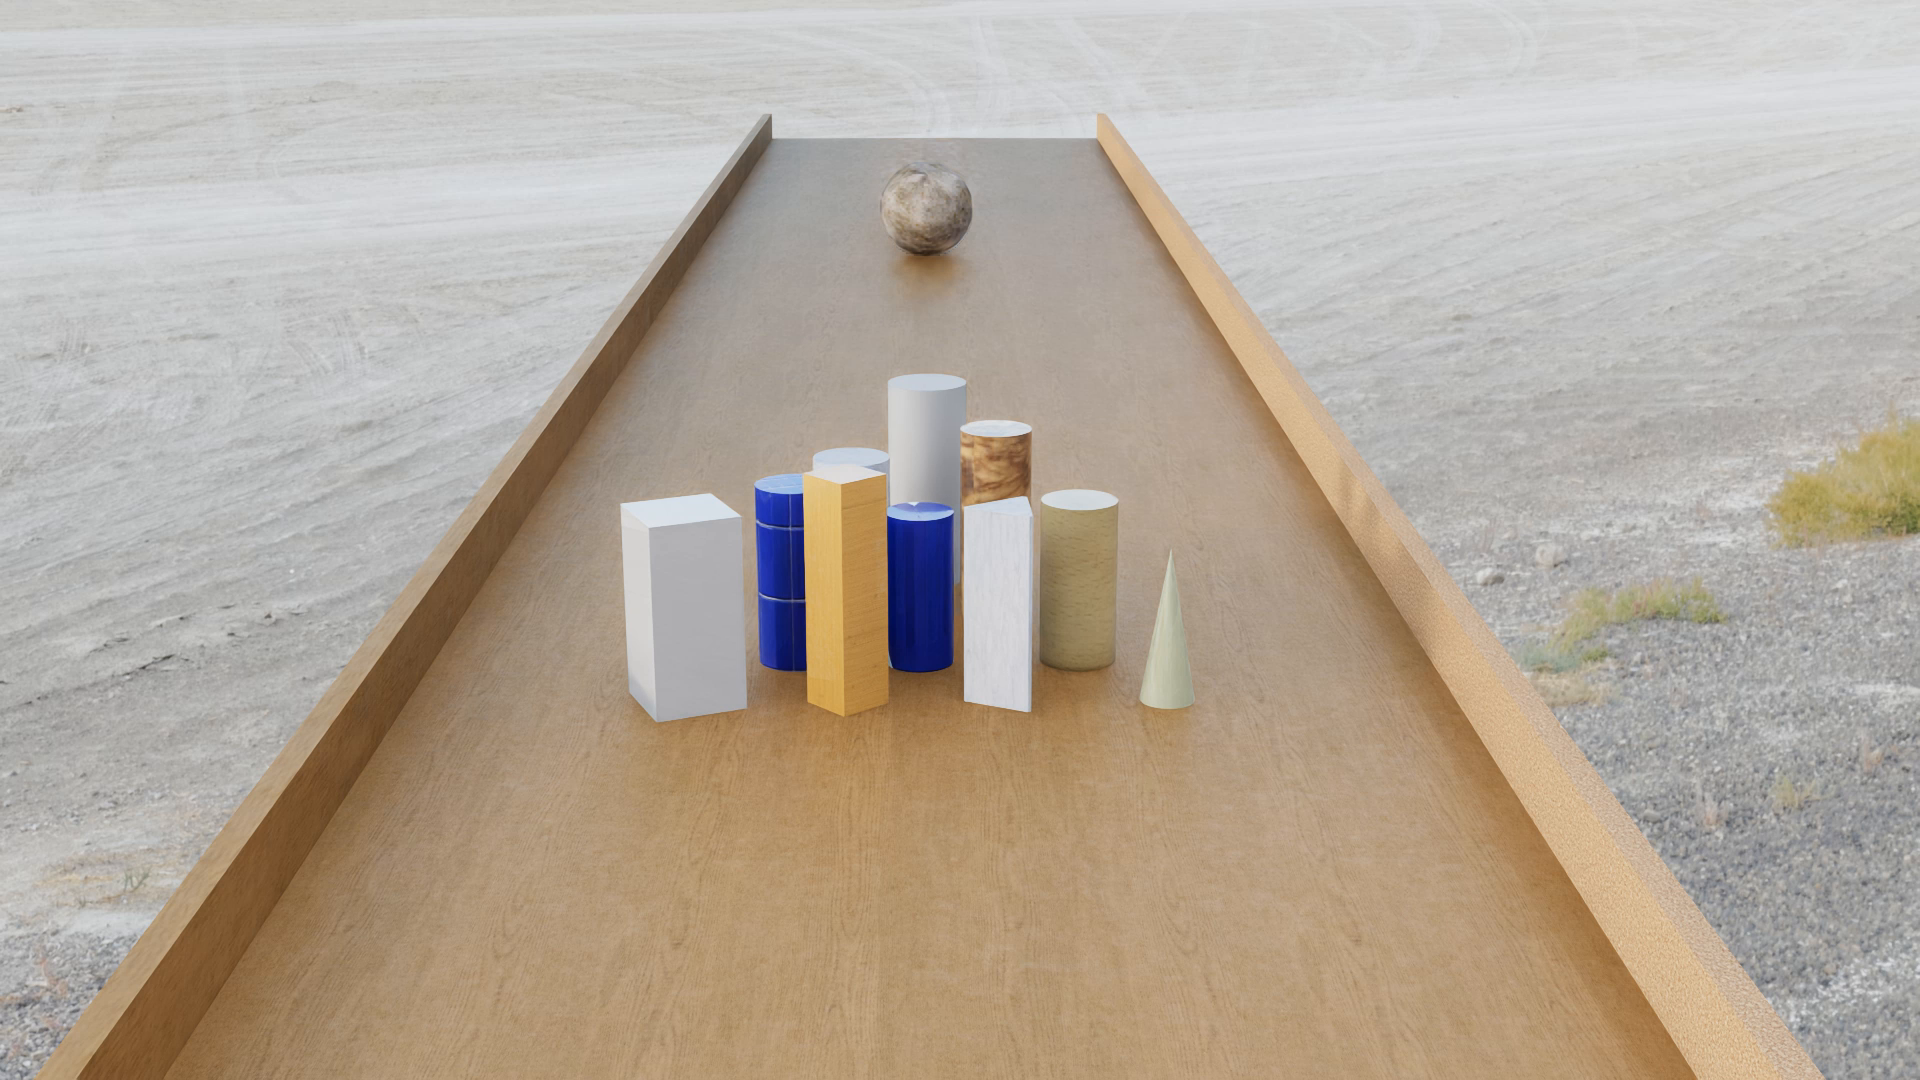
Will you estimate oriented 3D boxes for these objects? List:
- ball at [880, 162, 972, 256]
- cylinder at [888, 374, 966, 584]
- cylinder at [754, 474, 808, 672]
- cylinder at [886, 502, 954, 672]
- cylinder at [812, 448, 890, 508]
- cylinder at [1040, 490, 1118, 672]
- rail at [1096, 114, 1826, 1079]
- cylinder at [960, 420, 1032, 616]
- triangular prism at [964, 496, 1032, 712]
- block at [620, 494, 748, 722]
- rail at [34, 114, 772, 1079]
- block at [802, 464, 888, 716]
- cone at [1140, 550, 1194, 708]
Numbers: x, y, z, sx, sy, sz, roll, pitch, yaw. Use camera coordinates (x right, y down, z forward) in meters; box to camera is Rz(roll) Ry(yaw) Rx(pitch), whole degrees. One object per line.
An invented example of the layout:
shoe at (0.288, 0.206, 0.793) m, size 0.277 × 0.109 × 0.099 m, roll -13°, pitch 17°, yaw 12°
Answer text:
ball at (-0.141, -1.390, 9.216) m, size 0.390 × 0.390 × 0.390 m, roll 0°, pitch 17°, yaw 0°
cylinder at (-0.072, -0.133, 4.890) m, size 0.173 × 0.446 × 0.173 m, roll 0°, pitch 17°, yaw 0°
cylinder at (-0.327, 0.064, 4.370) m, size 0.154 × 0.365 × 0.154 m, roll 0°, pitch 17°, yaw 0°
cylinder at (-0.080, 0.093, 4.366) m, size 0.136 × 0.312 × 0.136 m, roll 0°, pitch 17°, yaw 0°
cylinder at (-0.226, -0.005, 4.630) m, size 0.161 × 0.350 × 0.161 m, roll 0°, pitch 17°, yaw 0°
cylinder at (0.236, 0.080, 4.375) m, size 0.153 × 0.332 × 0.153 m, roll 0°, pitch 17°, yaw 0°
rail at (0.932, -0.844, 7.801) m, size 0.050 × 0.150 × 12.000 m, roll 0°, pitch 17°, yaw -1°
cylinder at (0.075, -0.039, 4.647) m, size 0.150 × 0.405 × 0.150 m, roll 0°, pitch 17°, yaw 0°
triangular prism at (0.096, 0.116, 4.166) m, size 0.139 × 0.382 × 0.121 m, roll 8°, pitch 18°, yaw 25°
block at (-0.520, 0.125, 4.145) m, size 0.178 × 0.377 × 0.178 m, roll -8°, pitch 18°, yaw -24°
rail at (-1.118, -0.838, 7.780) m, size 0.050 × 0.150 × 12.000 m, roll 0°, pitch 17°, yaw -1°
block at (-0.213, 0.093, 4.124) m, size 0.109 × 0.450 × 0.109 m, roll -15°, pitch 22°, yaw -41°
cone at (0.396, 0.159, 4.161) m, size 0.106 × 0.303 × 0.106 m, roll 0°, pitch 17°, yaw 0°
